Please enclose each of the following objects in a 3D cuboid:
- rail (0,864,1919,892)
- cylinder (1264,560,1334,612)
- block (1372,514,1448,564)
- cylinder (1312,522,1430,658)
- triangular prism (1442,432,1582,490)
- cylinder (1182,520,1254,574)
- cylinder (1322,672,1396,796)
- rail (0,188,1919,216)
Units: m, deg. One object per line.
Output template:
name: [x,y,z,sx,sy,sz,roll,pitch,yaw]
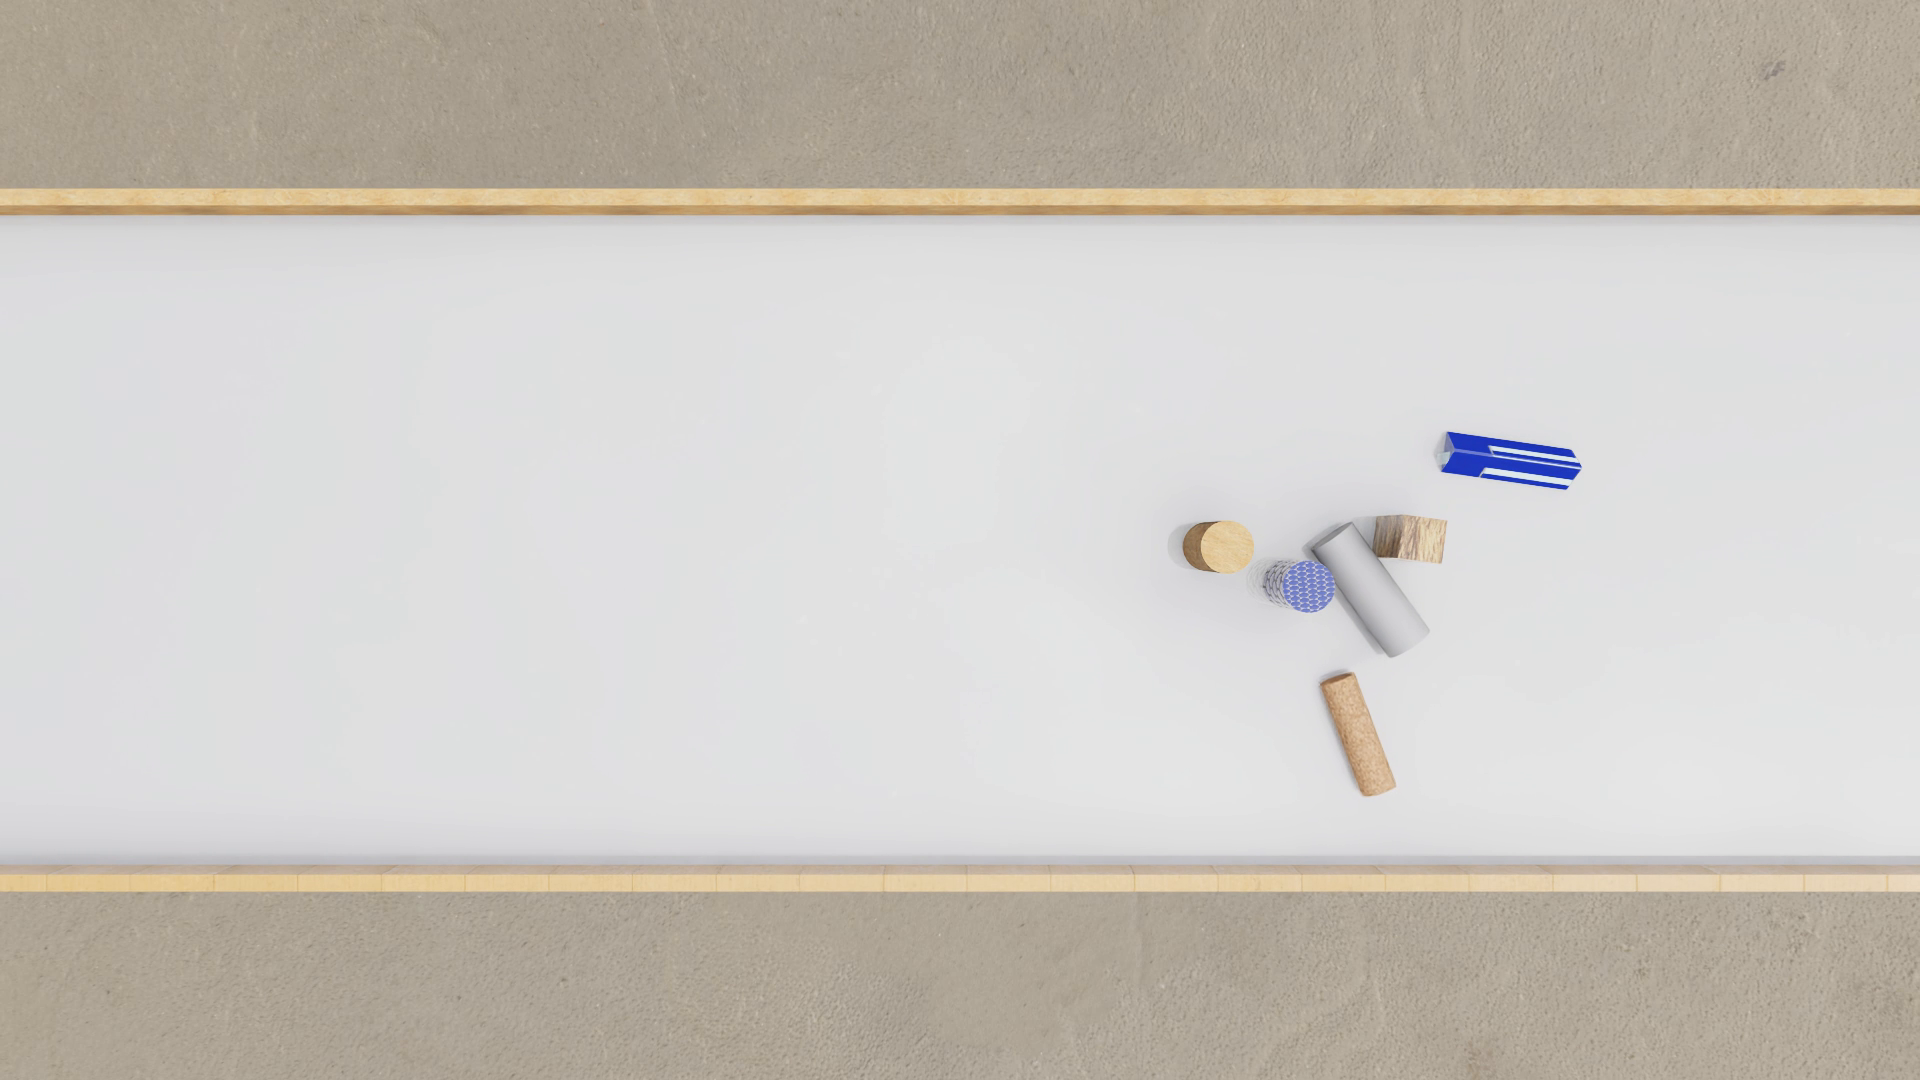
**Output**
rail: [-2.247,1.025,5.001,12.000,0.150,0.050,0,90,0]
cylinder: [1.008,0.135,4.921,0.151,0.310,0.151,0,90,0]
block: [1.338,-0.002,4.924,0.127,0.304,0.127,8,90,0]
cylinder: [1.245,0.151,5.002,0.149,0.149,0.403,-36,90,0]
triangular prism: [1.681,-0.244,5.020,0.388,0.107,0.124,8,90,0]
cylinder: [0.761,0.020,4.885,0.152,0.383,0.152,0,90,0]
cylinder: [1.214,0.592,5.023,0.107,0.107,0.364,-21,90,0]
rail: [-2.247,-1.025,5.002,12.000,0.150,0.050,0,90,0]
